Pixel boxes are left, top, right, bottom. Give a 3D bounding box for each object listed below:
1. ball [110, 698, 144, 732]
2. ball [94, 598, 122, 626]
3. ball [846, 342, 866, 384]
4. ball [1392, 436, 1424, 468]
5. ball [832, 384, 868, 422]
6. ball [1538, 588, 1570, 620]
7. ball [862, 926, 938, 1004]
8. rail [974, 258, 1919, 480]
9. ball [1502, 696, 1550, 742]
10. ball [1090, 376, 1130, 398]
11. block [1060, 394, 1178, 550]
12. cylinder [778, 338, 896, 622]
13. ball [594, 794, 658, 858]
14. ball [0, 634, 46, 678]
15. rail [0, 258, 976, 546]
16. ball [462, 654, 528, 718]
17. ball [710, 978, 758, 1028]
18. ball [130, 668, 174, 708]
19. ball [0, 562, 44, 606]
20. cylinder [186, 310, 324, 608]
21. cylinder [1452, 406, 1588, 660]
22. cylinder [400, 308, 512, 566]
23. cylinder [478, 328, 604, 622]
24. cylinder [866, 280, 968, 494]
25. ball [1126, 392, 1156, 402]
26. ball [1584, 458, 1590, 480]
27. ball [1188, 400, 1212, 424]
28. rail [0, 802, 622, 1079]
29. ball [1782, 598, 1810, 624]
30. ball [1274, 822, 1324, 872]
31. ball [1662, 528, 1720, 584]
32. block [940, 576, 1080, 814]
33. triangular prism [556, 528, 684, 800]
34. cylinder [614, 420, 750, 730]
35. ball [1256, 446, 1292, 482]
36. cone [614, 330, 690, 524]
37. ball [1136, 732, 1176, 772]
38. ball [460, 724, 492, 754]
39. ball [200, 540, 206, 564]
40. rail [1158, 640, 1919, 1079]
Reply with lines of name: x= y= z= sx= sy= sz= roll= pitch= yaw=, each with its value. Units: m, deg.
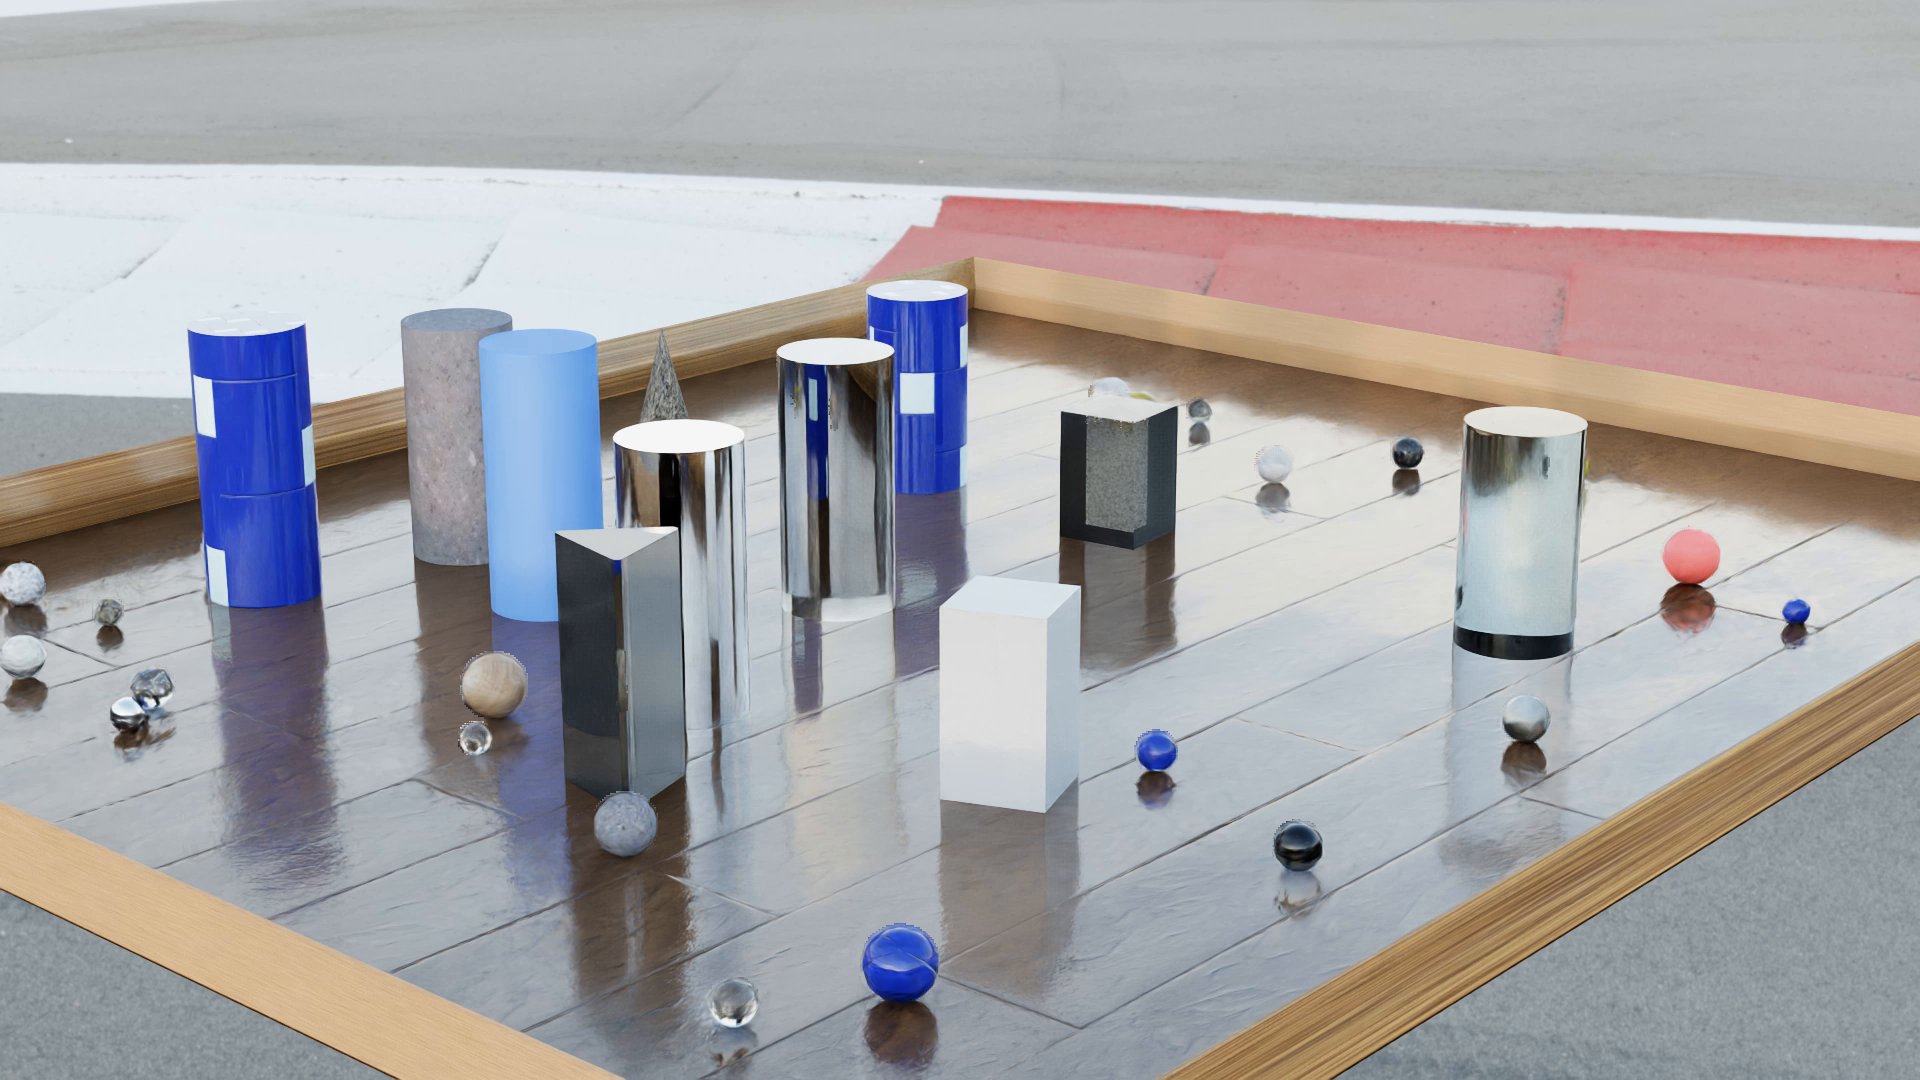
ball: x=-1.272 y=0.266 z=4.481 sx=0.052 sy=0.052 sz=0.052 roll=0 pitch=17 yaw=0
ball: x=-1.444 y=0.122 z=4.970 sx=0.046 sy=0.046 sz=0.046 roll=0 pitch=17 yaw=0
ball: x=-0.212 y=-0.400 z=6.623 sx=0.092 sy=0.092 sz=0.092 roll=0 pitch=17 yaw=0
ball: x=0.905 y=-0.176 z=5.928 sx=0.065 sy=0.065 sz=0.065 roll=0 pitch=17 yaw=0
ball: x=-0.234 y=-0.294 z=6.294 sx=0.079 sy=0.079 sz=0.079 roll=0 pitch=17 yaw=0
ball: x=1.013 y=0.109 z=5.002 sx=0.052 sy=0.052 sz=0.052 roll=0 pitch=17 yaw=0
ball: x=-0.072 y=0.518 z=3.575 sx=0.093 sy=0.093 sz=0.093 roll=0 pitch=17 yaw=0
rail: x=1.171 y=-0.356 z=6.411 sx=3.050 sy=0.129 sz=0.045 roll=14 pitch=22 yaw=39
ball: x=0.856 y=0.271 z=4.433 sx=0.071 sy=0.071 sz=0.071 roll=0 pitch=17 yaw=0
ball: x=0.325 y=-0.307 z=6.317 sx=0.090 sy=0.090 sz=0.090 roll=0 pitch=17 yaw=0
block: x=0.296 y=-0.129 z=5.465 sx=0.159 sy=0.241 sz=0.159 roll=11 pitch=20 yaw=32
cylinder: x=-0.211 y=-0.105 z=5.023 sx=0.199 sy=0.449 sz=0.199 roll=0 pitch=17 yaw=0
ball: x=-0.458 y=0.390 z=4.010 sx=0.086 sy=0.086 sz=0.086 roll=0 pitch=17 yaw=0
ball: x=-1.506 y=0.187 z=4.711 sx=0.071 sy=0.071 sz=0.071 roll=0 pitch=17 yaw=0
rail: x=-1.134 y=-0.251 z=6.062 sx=0.045 sy=0.129 sz=3.618 roll=14 pitch=22 yaw=39
ball: x=-0.720 y=0.225 z=4.535 sx=0.099 sy=0.099 sz=0.099 roll=0 pitch=17 yaw=0
ball: x=-0.271 y=0.555 z=3.513 sx=0.058 sy=0.058 sz=0.058 roll=0 pitch=17 yaw=0
ball: x=-1.260 y=0.231 z=4.576 sx=0.065 sy=0.065 sz=0.065 roll=0 pitch=17 yaw=0
ball: x=-1.623 y=0.075 z=5.075 sx=0.074 sy=0.074 sz=0.074 roll=0 pitch=17 yaw=0
cylinder: x=-1.221 y=-0.140 z=5.086 sx=0.199 sy=0.481 sz=0.199 roll=0 pitch=17 yaw=0
cylinder: x=0.923 y=-0.013 z=4.841 sx=0.199 sy=0.378 sz=0.199 roll=0 pitch=17 yaw=0
cylinder: x=-0.905 y=-0.189 z=5.334 sx=0.199 sy=0.432 sz=0.199 roll=0 pitch=17 yaw=0
cylinder: x=-0.713 y=-0.113 z=5.021 sx=0.199 sy=0.466 sz=0.199 roll=0 pitch=17 yaw=0
cylinder: x=-0.084 y=-0.303 z=5.793 sx=0.199 sy=0.386 sz=0.199 roll=0 pitch=17 yaw=0
ball: x=0.381 y=-0.276 z=6.228 sx=0.082 sy=0.082 sz=0.082 roll=0 pitch=17 yaw=0
ball: x=1.219 y=-0.144 z=5.823 sx=0.063 sy=0.063 sz=0.063 roll=0 pitch=17 yaw=0
ball: x=0.513 y=-0.274 z=6.277 sx=0.051 sy=0.051 sz=0.051 roll=0 pitch=17 yaw=0
rail: x=-1.171 y=0.421 z=3.829 sx=3.050 sy=0.129 sz=0.045 roll=14 pitch=22 yaw=39
ball: x=1.420 y=0.120 z=4.976 sx=0.046 sy=0.046 sz=0.046 roll=0 pitch=17 yaw=0
ball: x=0.458 y=0.415 z=3.963 sx=0.066 sy=0.066 sz=0.066 roll=0 pitch=17 yaw=0
ball: x=1.294 y=0.029 z=5.187 sx=0.099 sy=0.099 sz=0.099 roll=0 pitch=17 yaw=0
block: x=0.073 y=0.220 z=4.222 sx=0.159 sy=0.291 sz=0.159 roll=6 pitch=18 yaw=19
triangular prism: x=-0.466 y=0.175 z=4.219 sx=0.149 sy=0.377 sz=0.172 roll=-12 pitch=21 yaw=-35
cylinder: x=-0.427 y=0.053 z=4.518 sx=0.199 sy=0.440 sz=0.199 roll=0 pitch=17 yaw=0
ball: x=0.625 y=-0.150 z=5.826 sx=0.072 sy=0.072 sz=0.072 roll=0 pitch=17 yaw=0
cone: x=-0.556 y=-0.215 z=5.514 sx=0.199 sy=0.378 sz=0.199 roll=0 pitch=17 yaw=0
ball: x=0.290 y=0.312 z=4.317 sx=0.058 sy=0.058 sz=0.058 roll=0 pitch=17 yaw=0
ball: x=-0.724 y=0.297 z=4.386 sx=0.047 sy=0.047 sz=0.047 roll=0 pitch=17 yaw=0
ball: x=-1.316 y=0.018 z=5.238 sx=0.079 sy=0.079 sz=0.079 roll=0 pitch=17 yaw=0
rail: x=1.134 y=0.316 z=4.177 sx=0.045 sy=0.129 sz=3.618 roll=14 pitch=22 yaw=39
